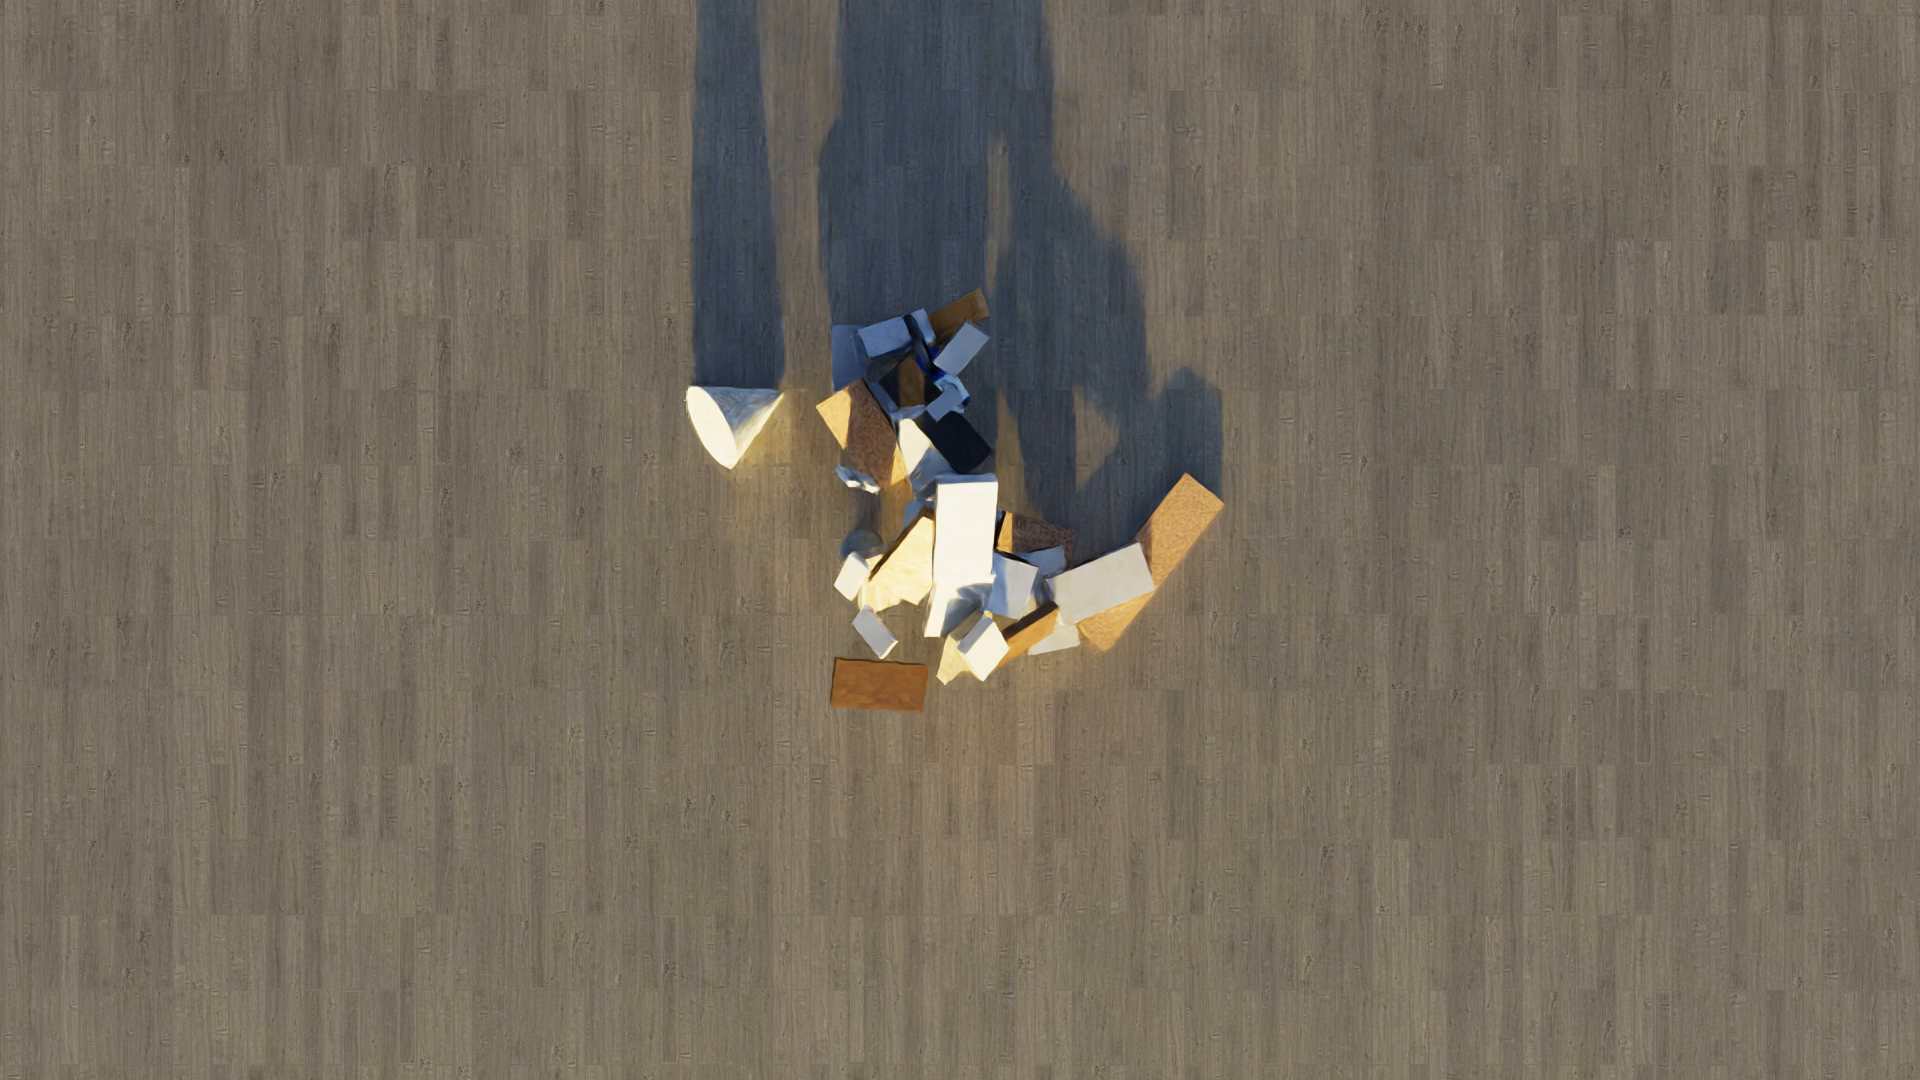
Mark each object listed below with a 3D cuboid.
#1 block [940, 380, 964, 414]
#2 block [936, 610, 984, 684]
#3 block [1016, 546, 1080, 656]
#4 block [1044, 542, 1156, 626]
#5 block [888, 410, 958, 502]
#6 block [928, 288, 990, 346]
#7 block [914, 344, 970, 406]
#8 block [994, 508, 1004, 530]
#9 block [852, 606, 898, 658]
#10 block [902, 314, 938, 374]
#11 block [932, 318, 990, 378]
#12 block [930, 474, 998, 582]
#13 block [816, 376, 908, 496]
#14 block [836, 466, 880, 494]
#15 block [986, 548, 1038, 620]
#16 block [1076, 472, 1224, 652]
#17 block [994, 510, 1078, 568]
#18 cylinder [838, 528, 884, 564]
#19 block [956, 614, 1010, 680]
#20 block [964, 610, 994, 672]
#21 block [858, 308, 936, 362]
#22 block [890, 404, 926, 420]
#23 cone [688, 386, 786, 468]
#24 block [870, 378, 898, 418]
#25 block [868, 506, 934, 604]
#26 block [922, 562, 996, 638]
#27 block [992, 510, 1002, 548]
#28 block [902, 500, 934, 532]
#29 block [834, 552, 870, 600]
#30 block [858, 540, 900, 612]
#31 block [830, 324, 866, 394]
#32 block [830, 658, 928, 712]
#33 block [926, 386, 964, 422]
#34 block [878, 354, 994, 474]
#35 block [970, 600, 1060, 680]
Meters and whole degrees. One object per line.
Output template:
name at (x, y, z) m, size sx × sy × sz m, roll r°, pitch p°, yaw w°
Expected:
block at (-0.024, -0.436, 5.010) m, size 0.052 × 0.340 × 0.015 m, roll 17°, pitch 106°, yaw -9°
block at (0.004, 0.329, 5.058) m, size 0.037 × 0.265 × 0.132 m, roll 41°, pitch 59°, yaw 17°
block at (0.280, 0.197, 5.409) m, size 0.166 × 0.047 × 0.332 m, roll -11°, pitch 96°, yaw -7°
block at (0.457, 0.143, 5.390) m, size 0.332 × 0.047 × 0.166 m, roll -22°, pitch 98°, yaw -10°
block at (-0.095, -0.271, 5.307) m, size 0.176 × 0.050 × 0.352 m, roll -19°, pitch 114°, yaw -7°
block at (-0.015, -0.710, 5.293) m, size 0.025 × 0.436 × 0.090 m, roll -22°, pitch 93°, yaw -24°
block at (-0.106, -0.486, 5.398) m, size 0.205 × 0.205 × 0.205 m, roll -34°, pitch 90°, yaw 0°
block at (0.001, 0.005, 5.298) m, size 0.149 × 0.042 × 0.299 m, roll 30°, pitch 85°, yaw -11°
block at (-0.247, 0.266, 4.773) m, size 0.144 × 0.020 × 0.072 m, roll 50°, pitch 115°, yaw 23°
block at (-0.125, -0.621, 5.221) m, size 0.026 × 0.090 × 0.180 m, roll -25°, pitch 75°, yaw 8°
block at (0.002, -0.599, 5.153) m, size 0.090 × 0.025 × 0.180 m, roll 32°, pitch 120°, yaw -20°
block at (0.011, -0.032, 4.690) m, size 0.167 × 0.047 × 0.334 m, roll -2°, pitch 124°, yaw -9°
block at (-0.302, -0.341, 5.432) m, size 0.176 × 0.050 × 0.352 m, roll -31°, pitch 99°, yaw 9°
block at (-0.312, -0.184, 5.034) m, size 0.020 × 0.144 × 0.072 m, roll -52°, pitch 55°, yaw 17°
block at (0.109, 0.127, 5.184) m, size 0.176 × 0.176 × 0.176 m, roll 17°, pitch 96°, yaw -22°
block at (0.616, 0.073, 5.476) m, size 0.166 × 0.047 × 0.627 m, roll 39°, pitch 90°, yaw 0°
block at (0.249, -0.001, 5.444) m, size 0.258 × 0.037 × 0.129 m, roll 15°, pitch 90°, yaw -17°
cylinder at (-0.305, 0.068, 5.394) m, size 0.151 × 0.151 × 0.151 m, roll -11°, pitch 129°, yaw -14°
block at (0.071, 0.328, 4.991) m, size 0.037 × 0.265 × 0.132 m, roll 37°, pitch 80°, yaw 23°
block at (0.034, 0.305, 5.438) m, size 0.129 × 0.037 × 0.258 m, roll 9°, pitch 108°, yaw 3°
block at (-0.202, -0.659, 5.314) m, size 0.224 × 0.032 × 0.112 m, roll -19°, pitch 67°, yaw -6°
block at (-0.153, -0.377, 4.893) m, size 0.052 × 0.104 × 0.015 m, roll -45°, pitch 117°, yaw -33°
cone at (-0.693, -0.432, 5.430) m, size 0.295 × 0.295 × 0.295 m, roll -30°, pitch 90°, yaw -26°
block at (-0.253, -0.408, 5.464) m, size 0.112 × 0.032 × 0.224 m, roll -30°, pitch 99°, yaw 2°
block at (-0.118, 0.048, 4.895) m, size 0.167 × 0.047 × 0.334 m, roll 25°, pitch 131°, yaw -19°
block at (-0.006, 0.182, 4.987) m, size 0.167 × 0.334 × 0.047 m, roll -2°, pitch 55°, yaw -12°
block at (0.066, 0.025, 5.419) m, size 0.129 × 0.037 × 0.258 m, roll 2°, pitch 92°, yaw -30°
block at (-0.058, -0.063, 5.251) m, size 0.258 × 0.037 × 0.129 m, roll -5°, pitch 71°, yaw 25°
block at (-0.328, 0.109, 5.007) m, size 0.072 × 0.020 × 0.144 m, roll 42°, pitch 130°, yaw 15°
block at (-0.254, 0.121, 5.146) m, size 0.129 × 0.258 × 0.037 m, roll -20°, pitch 51°, yaw -18°
block at (-0.369, -0.599, 5.467) m, size 0.112 × 0.032 × 0.224 m, roll -3°, pitch 94°, yaw -9°
block at (-0.258, 0.461, 5.253) m, size 0.299 × 0.042 × 0.149 m, roll 5°, pitch 96°, yaw -15°
block at (-0.045, -0.398, 4.833) m, size 0.104 × 0.015 × 0.052 m, roll -40°, pitch 85°, yaw -11°
block at (-0.077, -0.388, 5.205) m, size 0.129 × 0.037 × 0.404 m, roll -42°, pitch 99°, yaw -4°
block at (0.177, 0.317, 5.244) m, size 0.333 × 0.132 × 0.037 m, roll -30°, pitch 58°, yaw -33°
